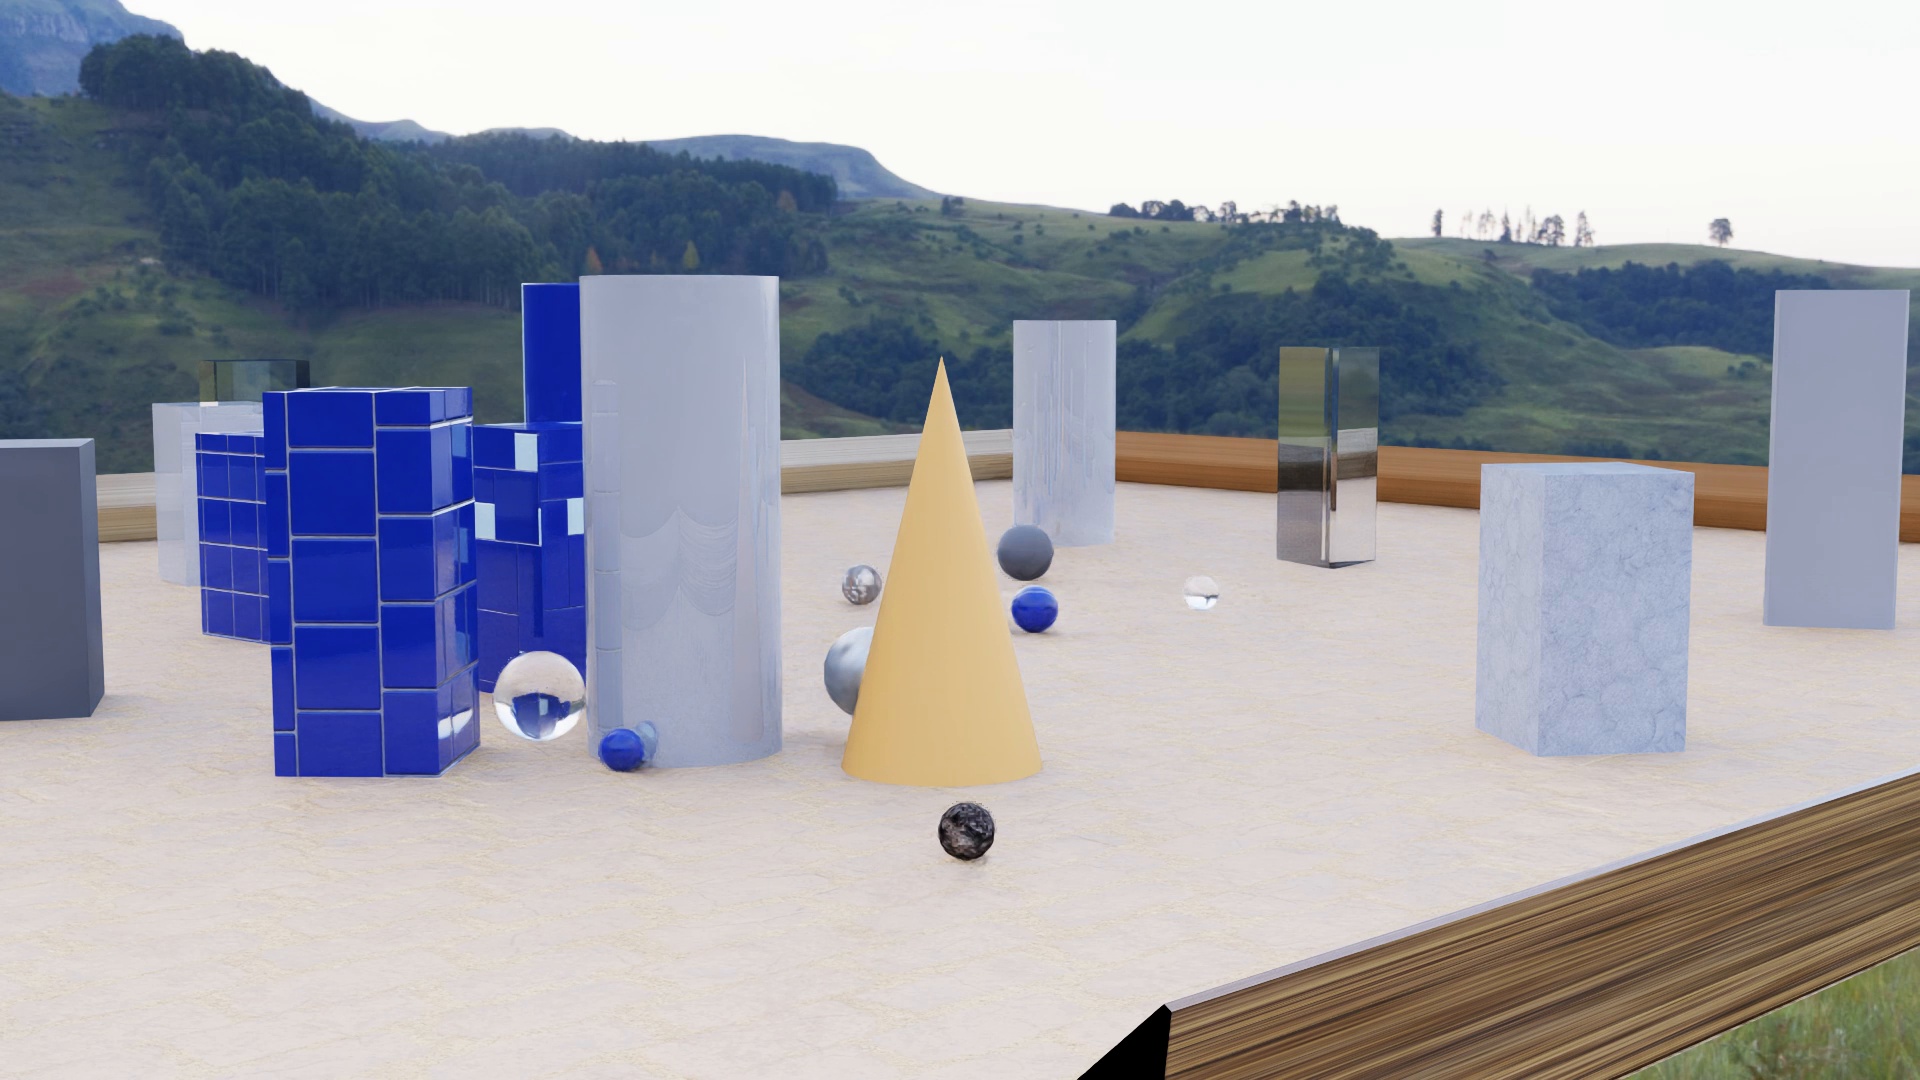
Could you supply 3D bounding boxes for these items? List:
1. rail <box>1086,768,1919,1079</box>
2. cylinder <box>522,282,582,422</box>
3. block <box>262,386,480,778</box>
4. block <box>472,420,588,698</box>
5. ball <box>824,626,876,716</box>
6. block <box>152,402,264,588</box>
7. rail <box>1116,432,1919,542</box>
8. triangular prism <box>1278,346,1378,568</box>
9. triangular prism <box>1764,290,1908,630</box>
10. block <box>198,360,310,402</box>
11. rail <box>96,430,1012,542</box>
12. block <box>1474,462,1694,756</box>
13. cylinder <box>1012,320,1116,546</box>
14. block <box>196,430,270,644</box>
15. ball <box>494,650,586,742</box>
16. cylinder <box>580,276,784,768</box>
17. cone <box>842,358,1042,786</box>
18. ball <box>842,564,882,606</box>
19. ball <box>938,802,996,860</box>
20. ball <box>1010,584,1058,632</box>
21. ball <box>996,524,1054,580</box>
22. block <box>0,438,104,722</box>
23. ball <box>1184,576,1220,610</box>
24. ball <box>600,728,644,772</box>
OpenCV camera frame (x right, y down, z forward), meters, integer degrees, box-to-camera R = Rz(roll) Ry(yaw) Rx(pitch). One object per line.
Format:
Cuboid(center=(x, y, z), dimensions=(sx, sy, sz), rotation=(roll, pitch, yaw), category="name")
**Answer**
Cuboid(center=(1.193, 0.168, 2.045), dimensions=(3.926, 0.129, 0.045), rotation=(-5, 8, -42), category="rail")
Cuboid(center=(-0.515, -0.120, 3.116), dimensions=(0.198, 0.482, 0.198), rotation=(0, 6, 0), category="cylinder")
Cuboid(center=(-0.575, 0.036, 2.166), dimensions=(0.159, 0.368, 0.159), rotation=(0, 6, 2), category="block")
Cuboid(center=(-0.477, 0.020, 2.594), dimensions=(0.159, 0.311, 0.159), rotation=(5, 8, 42), category="block")
Cuboid(center=(-0.093, 0.136, 2.262), dimensions=(0.096, 0.096, 0.096), rotation=(0, 6, 0), category="ball")
Cuboid(center=(-1.231, -0.080, 3.650), dimensions=(0.159, 0.291, 0.159), rotation=(-4, 7, -35), category="block")
Cuboid(center=(1.425, -0.103, 4.640), dimensions=(0.045, 0.129, 3.567), rotation=(-5, 8, -42), category="rail")
Cuboid(center=(0.632, -0.151, 3.896), dimensions=(0.149, 0.381, 0.172), rotation=(4, 7, 35), category="triangular prism")
Cuboid(center=(1.242, -0.119, 3.149), dimensions=(0.172, 0.473, 0.149), rotation=(1, 6, 13), category="triangular prism")
Cuboid(center=(-1.258, -0.143, 3.933), dimensions=(0.159, 0.357, 0.159), rotation=(-3, 7, -29), category="block")
Cuboid(center=(-1.193, -0.101, 4.618), dimensions=(3.926, 0.129, 0.045), rotation=(-5, 8, -42), category="rail")
Cuboid(center=(0.643, 0.067, 2.278), dimensions=(0.159, 0.283, 0.159), rotation=(-1, 6, -9), category="block")
Cuboid(center=(0.201, -0.210, 4.244), dimensions=(0.198, 0.426, 0.198), rotation=(0, 6, 0), category="cylinder")
Cuboid(center=(-0.934, -0.009, 3.034), dimensions=(0.159, 0.278, 0.159), rotation=(5, 8, 38), category="block")
Cuboid(center=(-0.436, 0.162, 2.282), dimensions=(0.094, 0.094, 0.094), rotation=(0, 6, 0), category="ball")
Cuboid(center=(-0.280, -0.025, 2.223), dimensions=(0.198, 0.478, 0.198), rotation=(0, 6, 0), category="cylinder")
Cuboid(center=(-0.018, 0.021, 2.142), dimensions=(0.198, 0.402, 0.198), rotation=(0, 6, 0), category="cone")
Cuboid(center=(-0.149, 0.068, 3.335), dimensions=(0.062, 0.062, 0.062), rotation=(0, 6, 0), category="ball")
Cuboid(center=(0.005, 0.237, 1.788), dimensions=(0.047, 0.047, 0.047), rotation=(0, 6, 0), category="ball")
Cuboid(center=(0.104, 0.095, 3.050), dimensions=(0.066, 0.066, 0.066), rotation=(0, 6, 0), category="ball")
Cuboid(center=(0.108, 0.021, 3.633), dimensions=(0.093, 0.093, 0.093), rotation=(0, 6, 0), category="ball")
Cuboid(center=(-1.054, 0.041, 2.456), dimensions=(0.159, 0.298, 0.159), rotation=(-2, 6, -16), category="block")
Cuboid(center=(0.359, 0.080, 3.271), dimensions=(0.052, 0.052, 0.052), rotation=(0, 6, 0), category="ball")
Cuboid(center=(-0.327, 0.203, 2.131), dimensions=(0.042, 0.042, 0.042), rotation=(0, 6, 0), category="ball")
